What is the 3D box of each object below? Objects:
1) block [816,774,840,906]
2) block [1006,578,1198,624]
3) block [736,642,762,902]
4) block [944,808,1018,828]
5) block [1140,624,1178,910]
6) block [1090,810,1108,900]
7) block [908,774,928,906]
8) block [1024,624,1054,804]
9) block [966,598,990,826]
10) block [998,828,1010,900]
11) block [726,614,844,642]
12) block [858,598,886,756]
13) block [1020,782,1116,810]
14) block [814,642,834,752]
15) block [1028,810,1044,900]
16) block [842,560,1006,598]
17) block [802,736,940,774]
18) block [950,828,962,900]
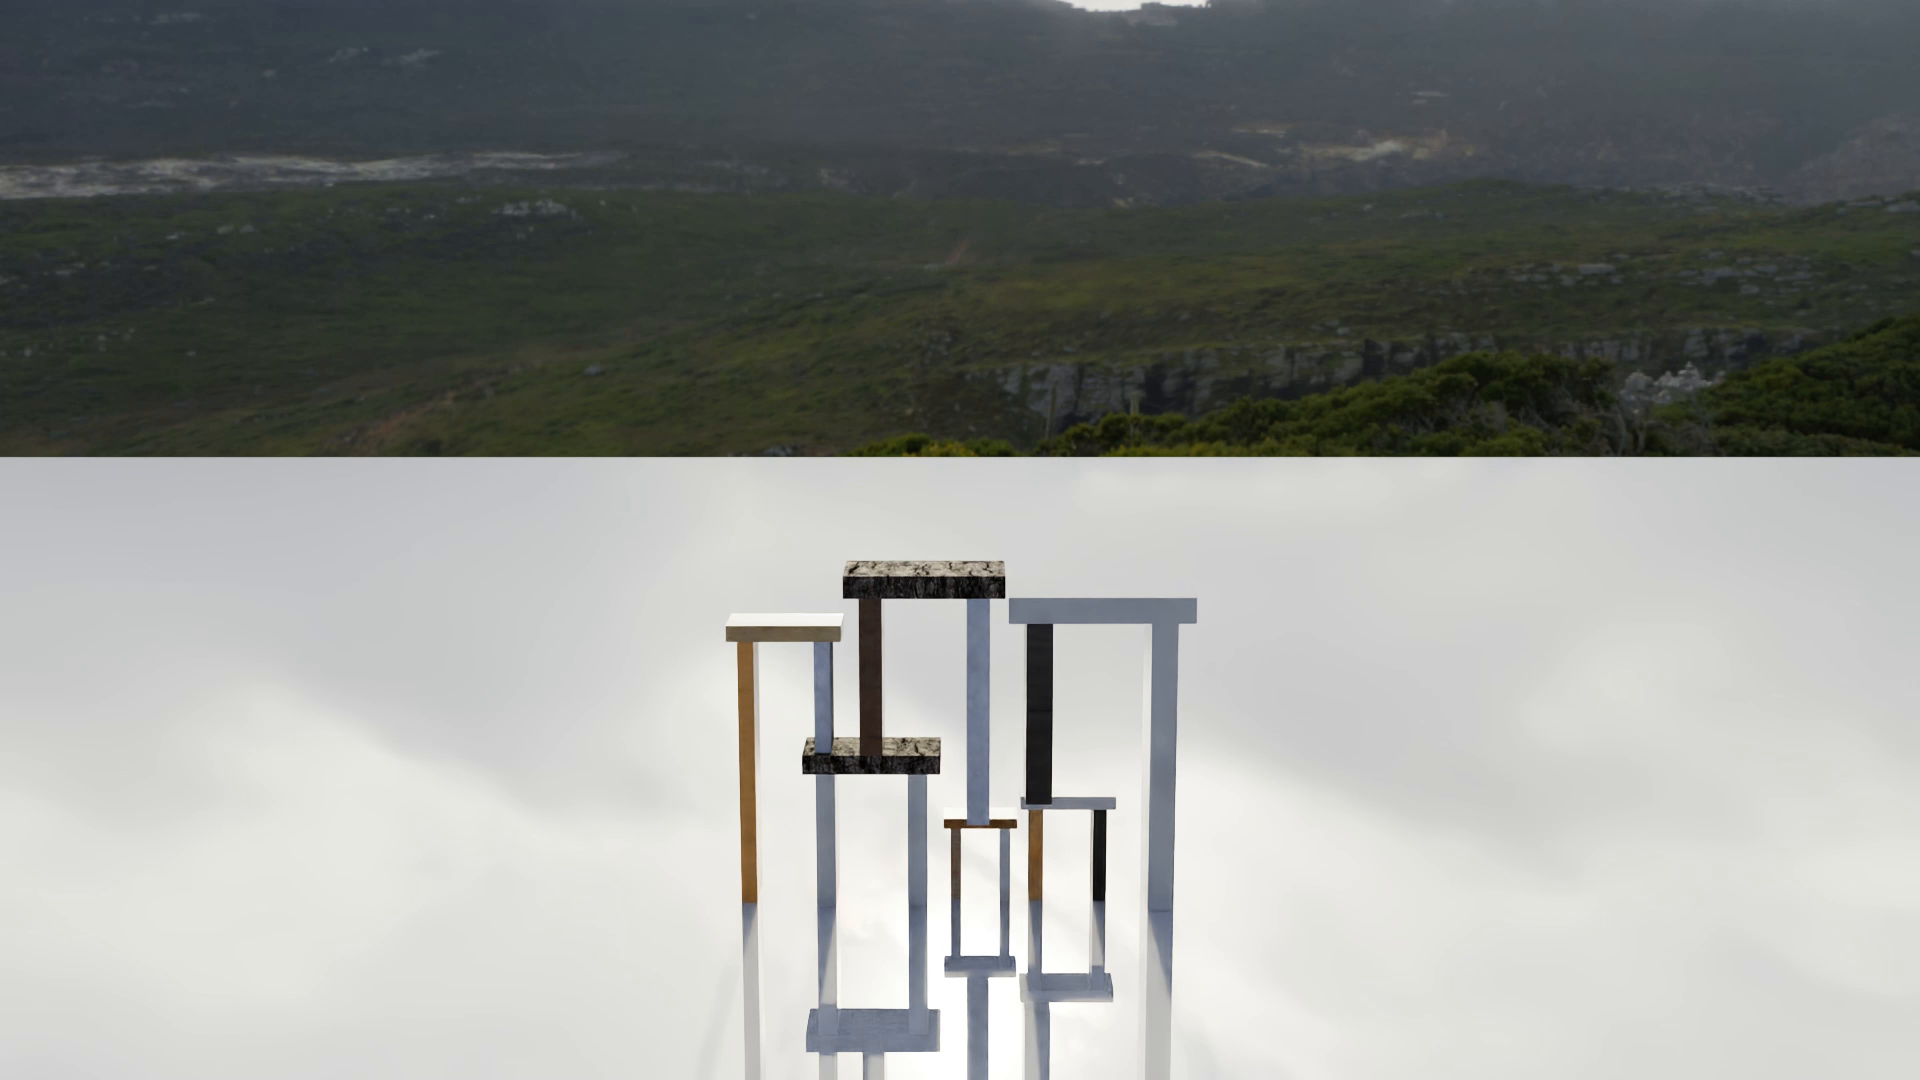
[{"bbox_3d":[-0.219,0.481,3.644,0.032,0.224,0.112,0,11,0],"label":"block"},{"bbox_3d":[0.228,0.099,3.576,0.300,0.042,0.150,0,11,0],"label":"block"},{"bbox_3d":[-0.347,0.373,3.631,0.026,0.441,0.093,0,11,0],"label":"block"},{"bbox_3d":[0.034,0.461,3.649,0.122,0.017,0.061,0,11,0],"label":"block"},{"bbox_3d":[0.328,0.355,3.623,0.042,0.478,0.150,0,11,0],"label":"block"},{"bbox_3d":[0.230,0.512,3.659,0.022,0.157,0.078,0,11,0],"label":"block"},{"bbox_3d":[-0.069,0.481,3.644,0.032,0.224,0.112,0,11,0],"label":"block"},{"bbox_3d":[0.128,0.267,3.607,0.042,0.300,0.150,0,11,0],"label":"block"},{"bbox_3d":[0.030,0.268,3.612,0.037,0.377,0.130,0,11,0],"label":"block"},{"bbox_3d":[0.074,0.530,3.661,0.017,0.122,0.061,0,11,0],"label":"block"},{"bbox_3d":[-0.285,0.143,3.588,0.185,0.026,0.093,0,11,0],"label":"block"},{"bbox_3d":[-0.144,0.210,3.601,0.037,0.260,0.130,0,11,0],"label":"block"},{"bbox_3d":[0.178,0.424,3.642,0.157,0.022,0.078,0,11,0],"label":"block"},{"bbox_3d":[-0.223,0.247,3.608,0.026,0.185,0.093,0,11,0],"label":"block"},{"bbox_3d":[0.126,0.512,3.659,0.022,0.157,0.078,0,11,0],"label":"block"},{"bbox_3d":[-0.057,0.064,3.574,0.260,0.037,0.130,0,11,0],"label":"block"},{"bbox_3d":[-0.144,0.355,3.621,0.224,0.032,0.112,0,11,0],"label":"block"},{"bbox_3d":[-0.007,0.530,3.661,0.017,0.122,0.061,0,11,0],"label":"block"}]
